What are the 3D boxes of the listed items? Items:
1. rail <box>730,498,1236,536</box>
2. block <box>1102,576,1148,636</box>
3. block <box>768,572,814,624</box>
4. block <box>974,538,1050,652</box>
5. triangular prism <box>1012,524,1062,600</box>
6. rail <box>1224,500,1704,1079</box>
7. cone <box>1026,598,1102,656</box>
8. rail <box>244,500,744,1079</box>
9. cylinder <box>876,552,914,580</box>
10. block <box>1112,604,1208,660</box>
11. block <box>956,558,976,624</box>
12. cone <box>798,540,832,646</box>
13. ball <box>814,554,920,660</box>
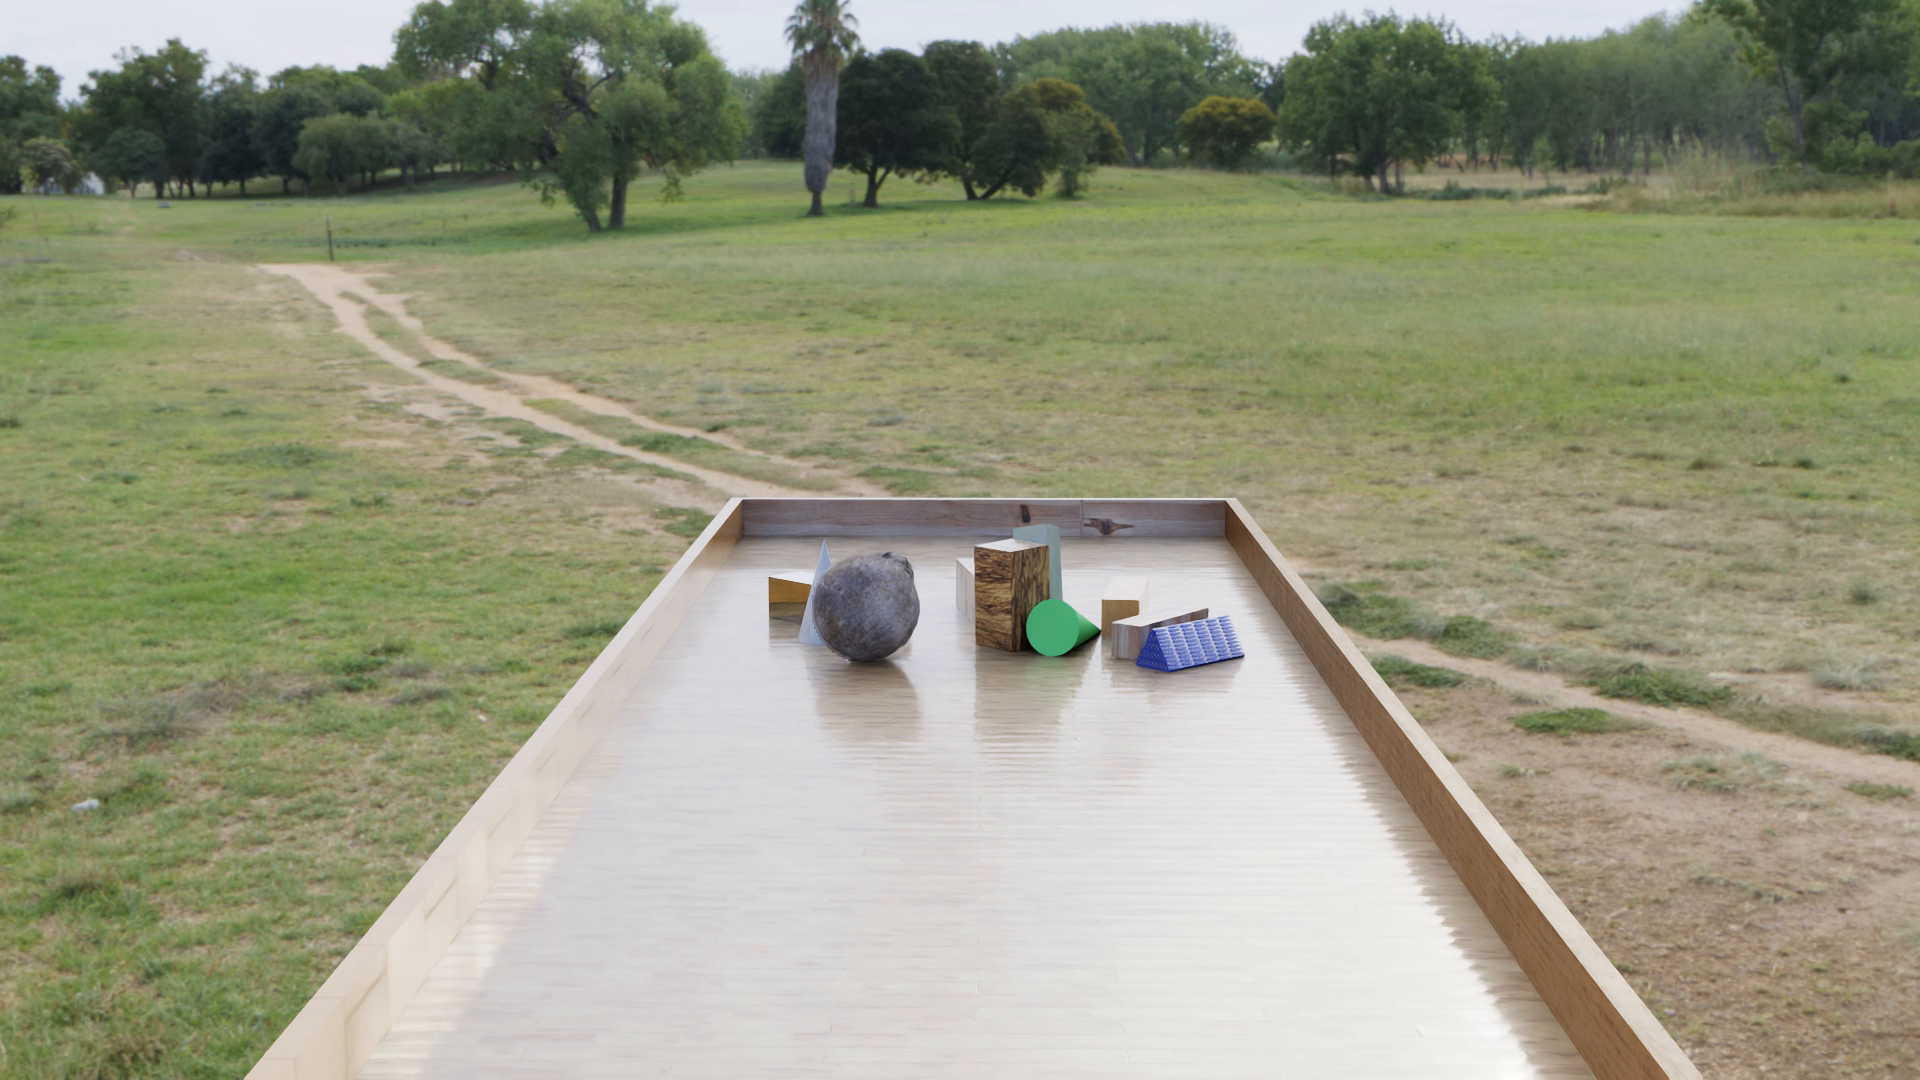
[{"bbox_3d":[0.099,-0.098,9.147,2.100,0.150,0.050,0,9,1],"label":"rail"},{"bbox_3d":[0.546,0.217,7.255,0.120,0.120,0.434,1,9,9],"label":"block"},{"bbox_3d":[-0.448,0.206,7.264,0.402,0.141,0.141,9,13,44],"label":"block"},{"bbox_3d":[0.164,0.172,6.899,0.166,0.316,0.166,-10,13,-41],"label":"block"},{"bbox_3d":[0.277,0.131,7.034,0.131,0.352,0.151,1,-6,-42],"label":"triangular prism"},{"bbox_3d":[1.046,0.843,3.208,0.050,0.150,12.000,0,9,1],"label":"rail"},{"bbox_3d":[0.374,0.282,6.953,0.176,0.176,0.426,4,-2,25],"label":"cone"},{"bbox_3d":[-1.004,0.839,3.234,0.050,0.150,12.000,0,9,1],"label":"rail"},{"bbox_3d":[-0.250,0.152,7.496,0.174,0.174,0.336,0,9,0],"label":"cylinder"},{"bbox_3d":[0.627,0.286,6.870,0.105,0.105,0.392,7,11,37],"label":"block"},{"bbox_3d":[0.100,0.171,7.413,0.162,0.162,0.393,-2,9,-10],"label":"block"},{"bbox_3d":[-0.429,0.155,6.982,0.178,0.329,0.178,0,9,0],"label":"cone"},{"bbox_3d":[-0.284,0.205,6.684,0.324,0.324,0.324,0,9,0],"label":"ball"}]
